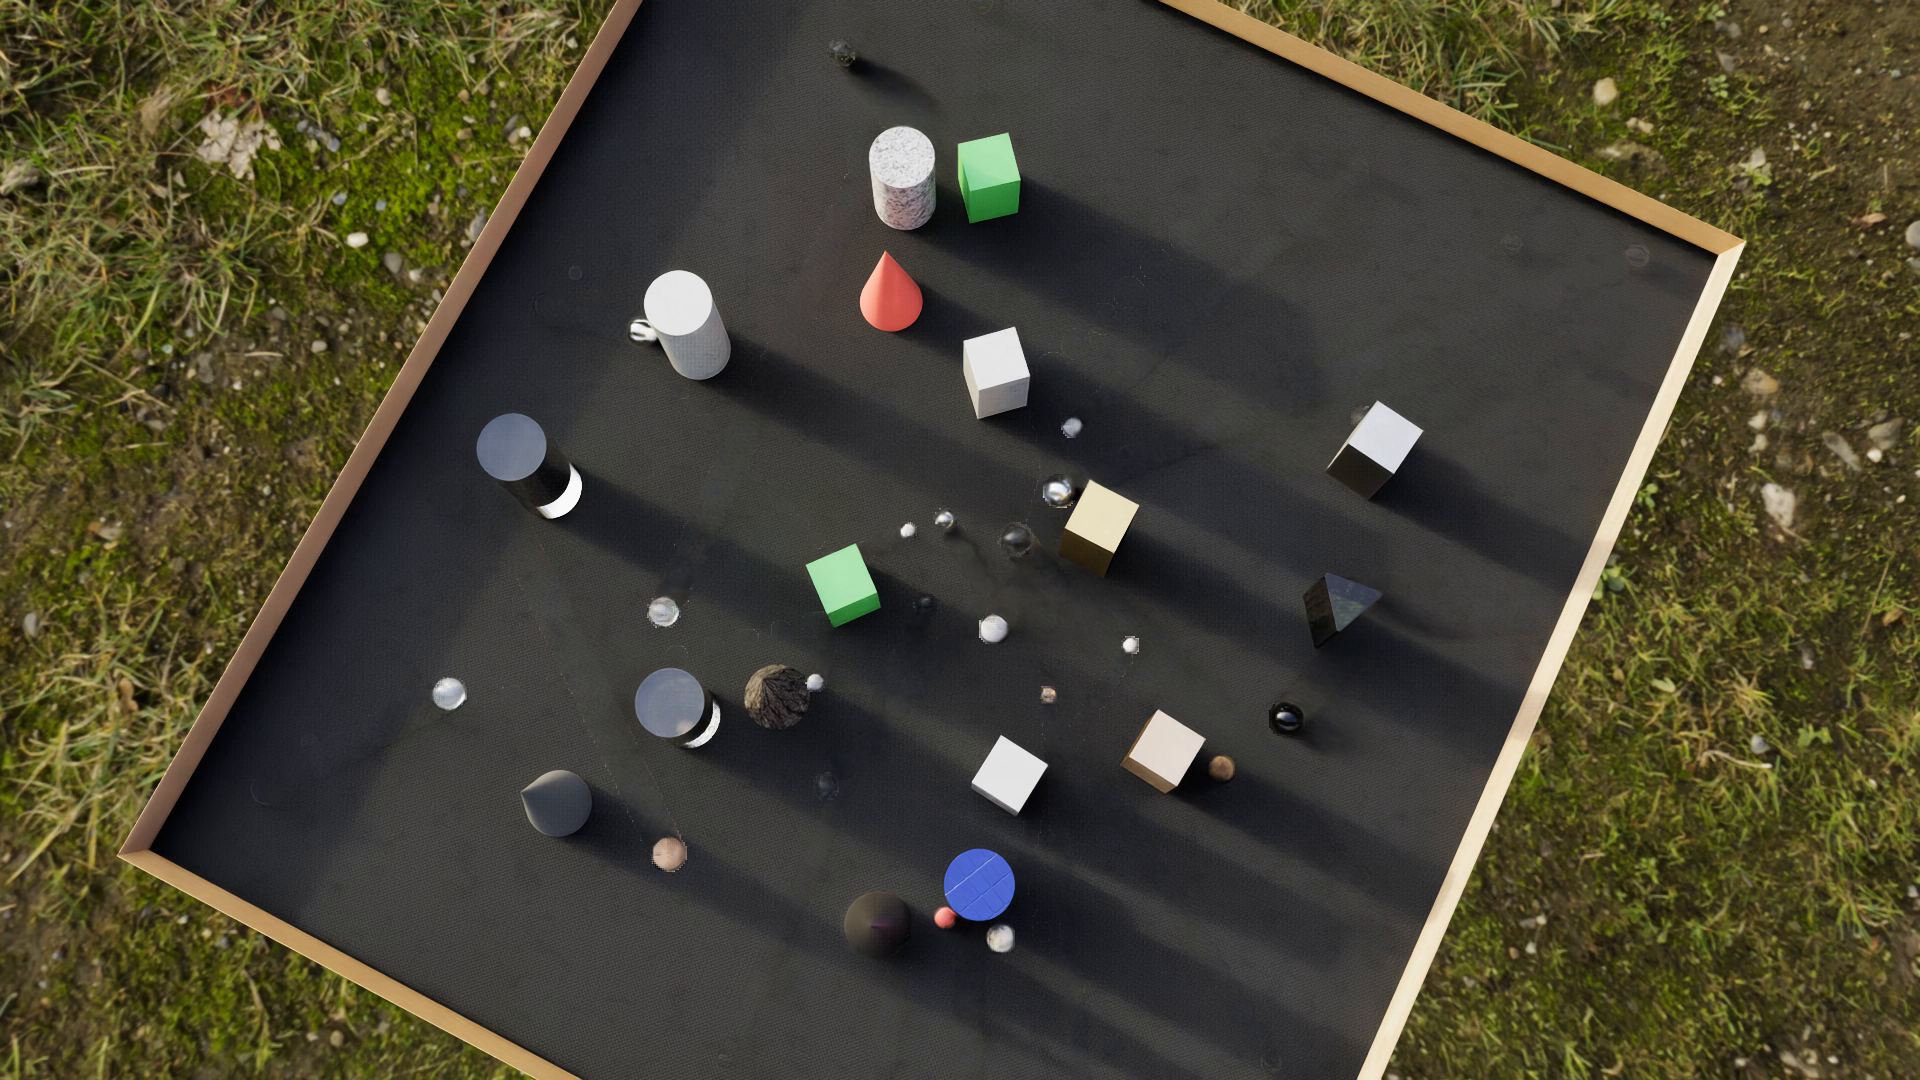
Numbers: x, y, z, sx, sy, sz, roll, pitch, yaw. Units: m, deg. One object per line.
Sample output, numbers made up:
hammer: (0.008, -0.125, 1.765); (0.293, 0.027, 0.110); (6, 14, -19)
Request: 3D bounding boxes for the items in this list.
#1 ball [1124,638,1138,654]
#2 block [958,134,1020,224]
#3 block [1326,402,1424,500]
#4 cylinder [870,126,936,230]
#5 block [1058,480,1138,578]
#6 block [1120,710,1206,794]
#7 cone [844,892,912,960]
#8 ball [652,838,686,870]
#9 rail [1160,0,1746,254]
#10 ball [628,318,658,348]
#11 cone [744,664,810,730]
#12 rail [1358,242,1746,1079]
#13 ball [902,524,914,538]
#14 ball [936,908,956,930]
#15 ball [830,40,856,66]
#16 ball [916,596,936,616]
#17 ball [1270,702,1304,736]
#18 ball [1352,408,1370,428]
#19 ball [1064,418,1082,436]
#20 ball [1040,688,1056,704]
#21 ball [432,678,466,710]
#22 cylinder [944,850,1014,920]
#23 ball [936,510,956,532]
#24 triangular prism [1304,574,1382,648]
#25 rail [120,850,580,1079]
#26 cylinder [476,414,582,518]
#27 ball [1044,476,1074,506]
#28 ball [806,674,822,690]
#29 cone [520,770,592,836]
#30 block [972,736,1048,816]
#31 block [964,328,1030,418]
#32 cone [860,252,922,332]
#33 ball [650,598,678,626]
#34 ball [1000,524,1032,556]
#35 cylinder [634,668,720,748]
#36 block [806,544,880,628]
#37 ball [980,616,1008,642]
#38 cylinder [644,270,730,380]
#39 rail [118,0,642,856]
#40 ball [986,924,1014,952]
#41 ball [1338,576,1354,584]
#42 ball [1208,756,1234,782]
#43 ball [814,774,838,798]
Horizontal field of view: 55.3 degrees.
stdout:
ball: (0.515, 0.319, 5.528); (0.044, 0.044, 0.044); (0, 78, 0)
block: (0.089, -1.126, 5.714); (0.158, 0.265, 0.158); (-13, 79, -3)
block: (1.237, -0.264, 5.494); (0.158, 0.346, 0.158); (35, 80, 7)
cylinder: (-0.174, -1.115, 5.672); (0.197, 0.343, 0.197); (0, 78, 0)
block: (0.405, -0.027, 5.421); (0.158, 0.393, 0.158); (28, 80, 5)
block: (0.587, 0.618, 5.333); (0.158, 0.304, 0.158); (32, 80, 6)
cone: (-0.242, 1.090, 5.182); (0.197, 0.409, 0.197); (0, 78, 0)
ball: (-0.855, 0.921, 5.377); (0.096, 0.096, 0.096); (0, 78, 0)
rail: (0.852, -1.663, 5.894); (3.521, 0.128, 0.045); (26, 80, 5)
ball: (-0.987, -0.647, 5.703); (0.093, 0.093, 0.093); (0, 78, 0)
cone: (-0.551, 0.430, 5.312); (0.197, 0.422, 0.197); (0, 78, 0)
rail: (1.553, 0.767, 5.391); (0.045, 0.128, 3.860); (26, 80, 5)
ball: (-0.159, -0.026, 5.600); (0.043, 0.043, 0.043); (0, 78, 0)
ball: (-0.041, 1.106, 5.356); (0.063, 0.063, 0.063); (0, 78, 0)
ball: (-0.378, -1.567, 5.898); (0.084, 0.084, 0.084); (0, 78, 0)
ball: (-0.104, 0.198, 5.546); (0.059, 0.059, 0.059); (0, 78, 0)
ball: (0.974, 0.533, 5.456); (0.099, 0.099, 0.099); (0, 78, 0)
ball: (1.249, -0.369, 5.654); (0.076, 0.076, 0.076); (0, 78, 0)
ball: (0.349, -0.350, 5.660); (0.057, 0.057, 0.057); (0, 78, 0)
ball: (0.266, 0.466, 5.496); (0.047, 0.047, 0.047); (0, 78, 0)
ball: (-1.526, 0.459, 5.473); (0.095, 0.095, 0.095); (0, 78, 0)
cylinder: (0.054, 0.990, 5.245); (0.197, 0.326, 0.197); (0, 78, 0)
ball: (-0.043, -0.059, 5.596); (0.064, 0.064, 0.064); (0, 78, 0)
triangular prism: (1.095, 0.186, 5.404); (0.171, 0.341, 0.148); (-39, 81, -7)
rail: (-0.852, 1.676, 5.203); (3.521, 0.128, 0.045); (26, 80, 5)
cylinder: (-1.265, -0.213, 5.409); (0.197, 0.492, 0.197); (0, 78, 0)
ball: (0.305, -0.150, 5.601); (0.092, 0.092, 0.092); (0, 78, 0)
ball: (-0.436, 0.428, 5.503); (0.050, 0.050, 0.050); (0, 78, 0)
cone: (-1.194, 0.734, 5.216); (0.197, 0.487, 0.197); (0, 78, 0)
block: (0.142, 0.691, 5.343); (0.158, 0.256, 0.158); (32, 80, 6)
block: (0.109, -0.503, 5.559); (0.158, 0.317, 0.158); (-16, 79, -3)
cone: (-0.216, -0.797, 5.553); (0.197, 0.448, 0.197); (0, 78, 0)
ball: (-0.893, 0.217, 5.527); (0.089, 0.089, 0.089); (0, 78, 0)
ball: (0.170, 0.002, 5.566); (0.098, 0.098, 0.098); (0, 78, 0)
cylinder: (-0.819, 0.493, 5.338); (0.197, 0.346, 0.197); (0, 78, 0)
block: (-0.344, 0.139, 5.451); (0.158, 0.267, 0.158); (-23, 79, -5)
ball: (0.102, 0.268, 5.519); (0.083, 0.083, 0.083); (0, 78, 0)
cylinder: (-0.816, -0.641, 5.523); (0.197, 0.444, 0.197); (0, 78, 0)
rail: (-1.553, -0.754, 5.706); (0.045, 0.128, 3.860); (26, 80, 5)
ball: (0.117, 1.160, 5.335); (0.081, 0.081, 0.081); (0, 78, 0)
ball: (1.156, 0.150, 5.545); (0.079, 0.079, 0.079); (0, 78, 0)
ball: (0.774, 0.680, 5.437); (0.076, 0.076, 0.076); (0, 78, 0)
ball: (-0.397, 0.731, 5.430); (0.070, 0.070, 0.070); (0, 78, 0)
